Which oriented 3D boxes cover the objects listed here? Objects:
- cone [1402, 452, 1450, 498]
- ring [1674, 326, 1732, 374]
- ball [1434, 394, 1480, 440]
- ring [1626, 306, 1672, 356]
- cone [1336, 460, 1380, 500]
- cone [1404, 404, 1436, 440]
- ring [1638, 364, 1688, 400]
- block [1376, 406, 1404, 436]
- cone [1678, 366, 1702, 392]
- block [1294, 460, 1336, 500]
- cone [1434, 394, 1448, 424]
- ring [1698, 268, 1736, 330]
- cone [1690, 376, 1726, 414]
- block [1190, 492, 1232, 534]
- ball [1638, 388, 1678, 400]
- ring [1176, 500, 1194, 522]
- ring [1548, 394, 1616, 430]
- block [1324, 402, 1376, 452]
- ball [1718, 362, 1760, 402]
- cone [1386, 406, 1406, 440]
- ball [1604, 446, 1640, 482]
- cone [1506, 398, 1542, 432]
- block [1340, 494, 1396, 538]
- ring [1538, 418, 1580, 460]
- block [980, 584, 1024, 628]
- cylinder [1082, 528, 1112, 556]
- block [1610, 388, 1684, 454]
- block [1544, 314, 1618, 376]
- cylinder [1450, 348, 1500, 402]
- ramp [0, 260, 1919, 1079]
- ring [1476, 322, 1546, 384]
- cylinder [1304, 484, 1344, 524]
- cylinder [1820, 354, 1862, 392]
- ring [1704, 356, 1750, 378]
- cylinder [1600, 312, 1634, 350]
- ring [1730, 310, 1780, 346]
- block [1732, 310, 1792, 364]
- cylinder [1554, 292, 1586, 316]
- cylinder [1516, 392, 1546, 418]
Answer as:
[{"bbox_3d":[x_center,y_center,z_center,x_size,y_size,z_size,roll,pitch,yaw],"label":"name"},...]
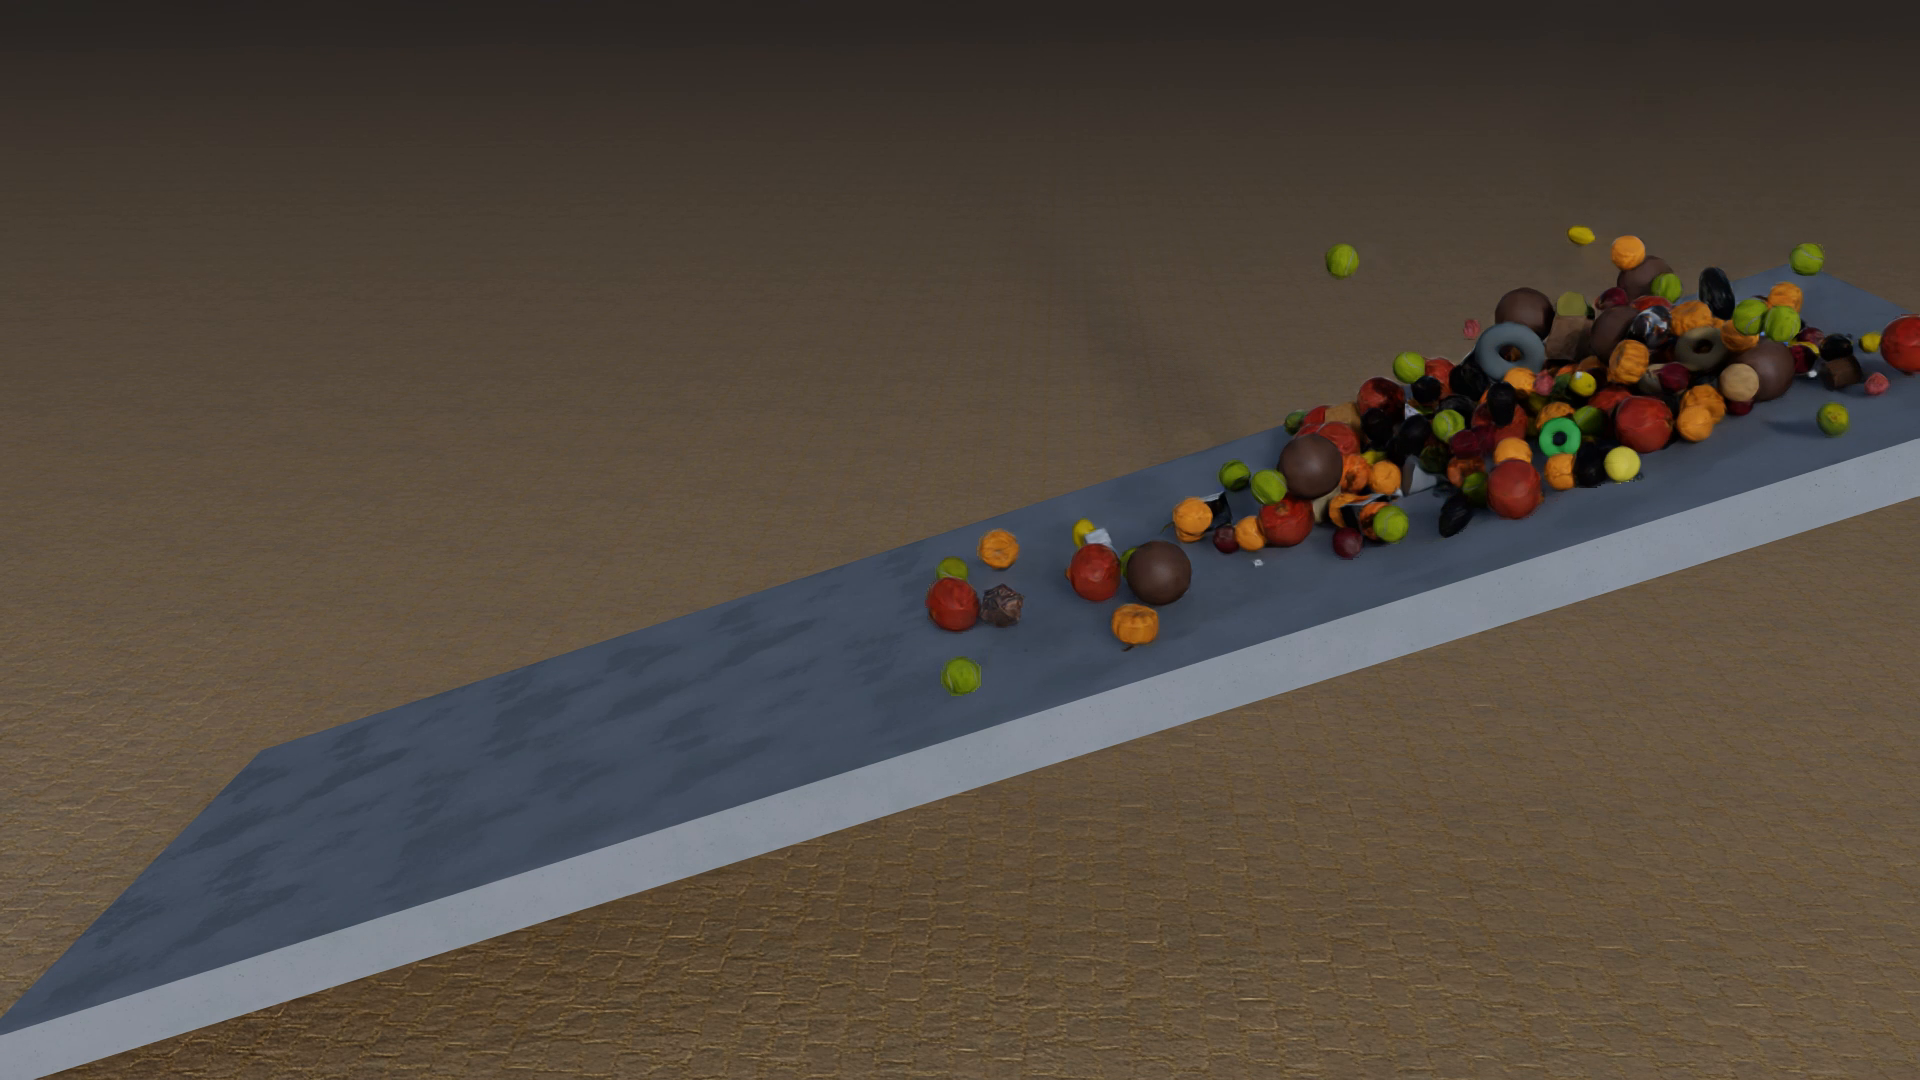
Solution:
[{"bbox_3d":[0.961,-0.127,6.017,0.092,0.092,0.092,7,11,-6],"label":"cone"},{"bbox_3d":[1.484,-0.380,5.874,0.114,0.038,0.114,-12,48,13],"label":"ring"},{"bbox_3d":[1.043,-0.259,6.171,0.095,0.095,0.095,0,12,0],"label":"ball"},{"bbox_3d":[1.361,-0.415,5.812,0.113,0.113,0.038,-11,44,-42],"label":"ring"},{"bbox_3d":[0.839,-0.115,6.167,0.090,0.090,0.090,11,12,1],"label":"cone"},{"bbox_3d":[0.961,-0.260,6.241,0.074,0.074,0.074,-27,7,4],"label":"cone"},{"bbox_3d":[1.401,-0.315,5.867,0.099,0.033,0.099,-2,43,2],"label":"ring"},{"bbox_3d":[0.977,-0.269,6.679,0.053,0.053,0.053,-24,12,-28],"label":"block"},{"bbox_3d":[1.515,-0.329,6.127,0.061,0.061,0.061,3,-12,14],"label":"cone"},{"bbox_3d":[0.753,-0.125,6.244,0.059,0.059,0.059,-15,45,33],"label":"block"},{"bbox_3d":[1.079,-0.275,6.585,0.074,0.074,0.074,11,56,42],"label":"cone"},{"bbox_3d":[1.692,-0.539,6.573,0.049,0.147,0.147,-15,12,1],"label":"ring"},{"bbox_3d":[1.516,-0.286,5.891,0.077,0.077,0.077,11,1,43],"label":"cone"},{"bbox_3d":[0.540,-0.058,6.328,0.064,0.064,0.064,-14,11,22],"label":"block"},{"bbox_3d":[1.414,-0.310,5.941,0.087,0.087,0.087,0,12,0],"label":"ball"},{"bbox_3d":[0.530,-0.069,6.466,0.113,0.038,0.113,-18,6,2],"label":"ring"},{"bbox_3d":[1.293,-0.263,6.117,0.147,0.049,0.147,-19,9,3],"label":"ring"},{"bbox_3d":[0.873,-0.252,6.583,0.080,0.080,0.080,20,-23,-35],"label":"block"},{"bbox_3d":[1.505,-0.304,5.684,0.077,0.077,0.077,0,12,0],"label":"ball"},{"bbox_3d":[1.012,-0.256,6.597,0.082,0.082,0.082,10,16,35],"label":"cone"},{"bbox_3d":[1.246,-0.143,5.538,0.067,0.067,0.067,0,12,0],"label":"ball"},{"bbox_3d":[1.197,-0.280,6.239,0.075,0.075,0.075,3,35,12],"label":"cone"},{"bbox_3d":[0.806,-0.048,5.811,0.067,0.067,0.067,-26,13,-33],"label":"block"},{"bbox_3d":[1.183,-0.199,5.802,0.087,0.087,0.029,7,-1,30],"label":"ring"},{"bbox_3d":[0.086,0.136,6.039,0.059,0.059,0.059,30,-32,-30],"label":"block"},{"bbox_3d":[0.301,0.005,6.455,0.051,0.051,0.051,-20,15,-7],"label":"cylinder"},{"bbox_3d":[1.342,-0.229,5.741,0.093,0.093,0.093,-10,14,39],"label":"block"},{"bbox_3d":[1.318,-0.414,6.251,0.099,0.099,0.099,20,-4,-30],"label":"block"},{"bbox_3d":[1.118,-0.358,6.337,0.092,0.092,0.092,8,33,32],"label":"cylinder"},{"bbox_3d":[0.104,0.181,6.308,4.000,0.100,2.000,-18,11,6],"label":"ramp"},{"bbox_3d":[1.165,-0.395,6.229,0.149,0.149,0.050,4,38,18],"label":"ring"},{"bbox_3d":[0.742,-0.073,5.988,0.072,0.072,0.072,-8,11,7],"label":"cylinder"},{"bbox_3d":[1.706,-0.325,5.696,0.057,0.057,0.057,-19,14,-5],"label":"cylinder"},{"bbox_3d":[1.588,-0.353,6.092,0.098,0.033,0.098,-25,13,6],"label":"ring"},{"bbox_3d":[1.407,-0.449,6.315,0.070,0.070,0.070,10,12,-2],"label":"cylinder"},{"bbox_3d":[1.658,-0.432,6.108,0.120,0.120,0.040,-2,52,-7],"label":"ring"},{"bbox_3d":[1.640,-0.416,6.016,0.092,0.092,0.092,7,7,5],"label":"block"},{"bbox_3d":[1.314,-0.499,6.330,0.064,0.064,0.064,2,0,9],"label":"cylinder"},{"bbox_3d":[1.229,-0.286,6.331,0.053,0.053,0.053,-1,17,-5],"label":"cylinder"}]
